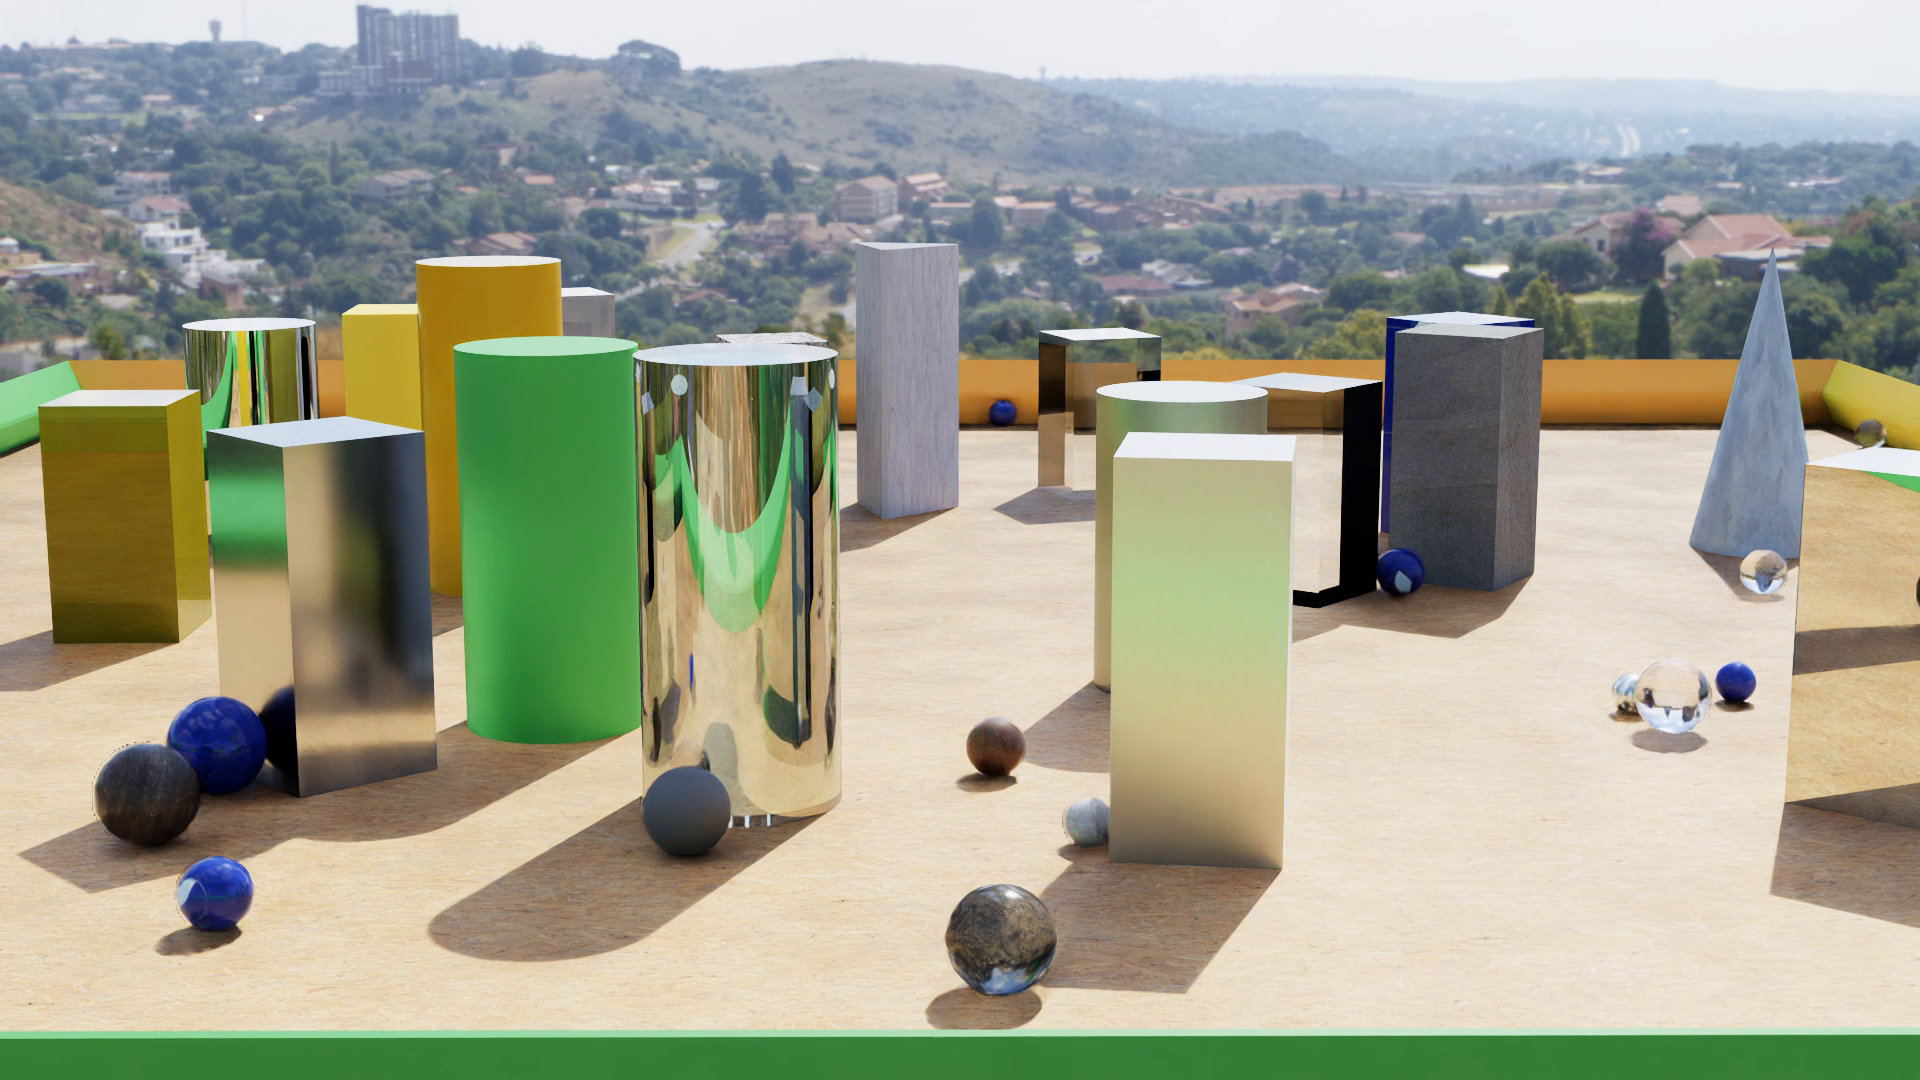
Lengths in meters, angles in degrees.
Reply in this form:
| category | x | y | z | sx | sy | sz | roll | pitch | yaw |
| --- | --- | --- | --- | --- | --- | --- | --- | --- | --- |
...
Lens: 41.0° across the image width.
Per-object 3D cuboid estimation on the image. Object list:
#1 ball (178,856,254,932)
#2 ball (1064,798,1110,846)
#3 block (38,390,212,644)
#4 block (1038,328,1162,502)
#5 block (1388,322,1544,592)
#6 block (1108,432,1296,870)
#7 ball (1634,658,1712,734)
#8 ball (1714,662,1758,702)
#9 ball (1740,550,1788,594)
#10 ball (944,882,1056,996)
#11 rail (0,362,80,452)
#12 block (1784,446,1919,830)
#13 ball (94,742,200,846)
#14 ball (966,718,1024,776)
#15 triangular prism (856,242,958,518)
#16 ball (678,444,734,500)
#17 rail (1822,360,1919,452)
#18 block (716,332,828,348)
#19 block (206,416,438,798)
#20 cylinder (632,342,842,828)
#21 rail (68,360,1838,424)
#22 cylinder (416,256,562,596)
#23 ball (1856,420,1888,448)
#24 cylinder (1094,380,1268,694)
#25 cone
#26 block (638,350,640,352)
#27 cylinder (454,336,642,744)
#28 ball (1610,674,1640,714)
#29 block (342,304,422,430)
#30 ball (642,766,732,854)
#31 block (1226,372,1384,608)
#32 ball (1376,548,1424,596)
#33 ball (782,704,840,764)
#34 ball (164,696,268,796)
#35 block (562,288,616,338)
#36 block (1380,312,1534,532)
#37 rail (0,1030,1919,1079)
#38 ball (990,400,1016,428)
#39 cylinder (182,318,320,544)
| category | x | y | z | sx | sy | sz | roll | pitch | yaw |
| --- | --- | --- | --- | --- | --- | --- | --- | --- | --- |
| ball | -0.634 | 0.301 | 2.187 | 0.063 | 0.063 | 0.063 | 0 | 10 | 0 |
| ball | 0.122 | 0.266 | 2.424 | 0.046 | 0.046 | 0.046 | 0 | 10 | 0 |
| block | -1.080 | -0.033 | 3.329 | 0.160 | 0.305 | 0.160 | 0 | 10 | -1 |
| block | 0.239 | -0.219 | 4.425 | 0.160 | 0.274 | 0.160 | -4 | 11 | -20 |
| block | 0.724 | -0.122 | 3.674 | 0.160 | 0.356 | 0.160 | 7 | 12 | 32 |
| block | 0.229 | 0.100 | 2.409 | 0.160 | 0.380 | 0.160 | 2 | 11 | 8 |
| ball | 0.787 | 0.172 | 2.832 | 0.083 | 0.083 | 0.083 | 0 | 10 | 0 |
| ball | 0.899 | 0.165 | 2.972 | 0.047 | 0.047 | 0.047 | 0 | 10 | 0 |
| ball | 1.121 | 0.044 | 3.579 | 0.063 | 0.063 | 0.063 | 0 | 10 | 0 |
| ball | 0.032 | 0.317 | 2.036 | 0.088 | 0.088 | 0.088 | 0 | 10 | 0 |
| rail | -1.796 | 0.035 | 3.438 | 0.045 | 0.130 | 3.725 | 0 | 10 | 0 |
| block | 0.939 | 0.094 | 2.543 | 0.160 | 0.343 | 0.160 | 10 | 14 | 42 |
| ball | -0.768 | 0.240 | 2.426 | 0.097 | 0.097 | 0.097 | 0 | 10 | 0 |
| ball | 0.037 | 0.215 | 2.662 | 0.061 | 0.061 | 0.061 | 0 | 10 | 0 |
| triangular prism | -0.117 | -0.270 | 4.251 | 0.150 | 0.437 | 0.173 | 10 | 14 | 43 |
| ball | -0.430 | -0.115 | 4.350 | 0.096 | 0.096 | 0.096 | 0 | 10 | 0 |
| rail | 1.796 | 0.032 | 3.459 | 0.045 | 0.130 | 3.725 | 0 | 10 | 0 |
| block | -0.324 | -0.215 | 4.423 | 0.160 | 0.266 | 0.160 | -3 | 11 | -18 |
| block | -0.661 | 0.064 | 2.662 | 0.160 | 0.358 | 0.160 | -10 | 14 | -42 |
| cylinder | -0.219 | 0.039 | 2.543 | 0.200 | 0.449 | 0.200 | 0 | 10 | 0 |
| rail | -0.011 | -0.301 | 5.257 | 3.639 | 0.130 | 0.045 | 0 | 10 | 0 |
| cylinder | -0.657 | -0.163 | 3.616 | 0.200 | 0.458 | 0.200 | 0 | 10 | 0 |
| ball | 1.755 | -0.203 | 4.939 | 0.055 | 0.055 | 0.055 | 0 | 10 | 0 |
| cylinder | 0.260 | -0.002 | 3.035 | 0.200 | 0.351 | 0.200 | 0 | 10 | 0 |
| cone | 1.222 | -0.217 | 3.897 | 0.200 | 0.462 | 0.200 | 0 | 10 | 0 |
| block | -0.564 | -0.181 | 4.276 | 0.160 | 0.253 | 0.160 | 8 | 13 | 35 |
| cylinder | -0.454 | -0.005 | 2.851 | 0.200 | 0.424 | 0.200 | 0 | 10 | 0 |
| ball | 0.765 | 0.175 | 2.923 | 0.046 | 0.046 | 0.046 | 0 | 10 | 0 |
| block | -0.838 | -0.168 | 3.899 | 0.160 | 0.365 | 0.160 | -1 | 11 | -4 |
| ball | -0.255 | 0.253 | 2.398 | 0.083 | 0.083 | 0.083 | 0 | 10 | 0 |
| block | 0.474 | -0.073 | 3.570 | 0.160 | 0.296 | 0.160 | 8 | 13 | 38 |
| ball | 0.612 | 0.045 | 3.568 | 0.067 | 0.067 | 0.067 | 0 | 10 | 0 |
| ball | -0.158 | 0.205 | 2.712 | 0.062 | 0.062 | 0.062 | 0 | 10 | 0 |
| ball | -0.751 | 0.208 | 2.593 | 0.100 | 0.100 | 0.100 | 0 | 10 | 0 |
| block | -0.713 | -0.276 | 4.577 | 0.160 | 0.331 | 0.160 | -5 | 11 | -23 |
| block | 0.778 | -0.177 | 4.016 | 0.160 | 0.340 | 0.160 | -8 | 13 | -35 |
| rail | 0.011 | 0.368 | 1.641 | 3.639 | 0.130 | 0.045 | 0 | 10 | 0 |
| ball | 0.087 | -0.257 | 5.231 | 0.055 | 0.055 | 0.055 | 0 | 10 | 0 |
| cylinder | -1.102 | -0.172 | 4.010 | 0.200 | 0.332 | 0.200 | 0 | 10 | 0 |
